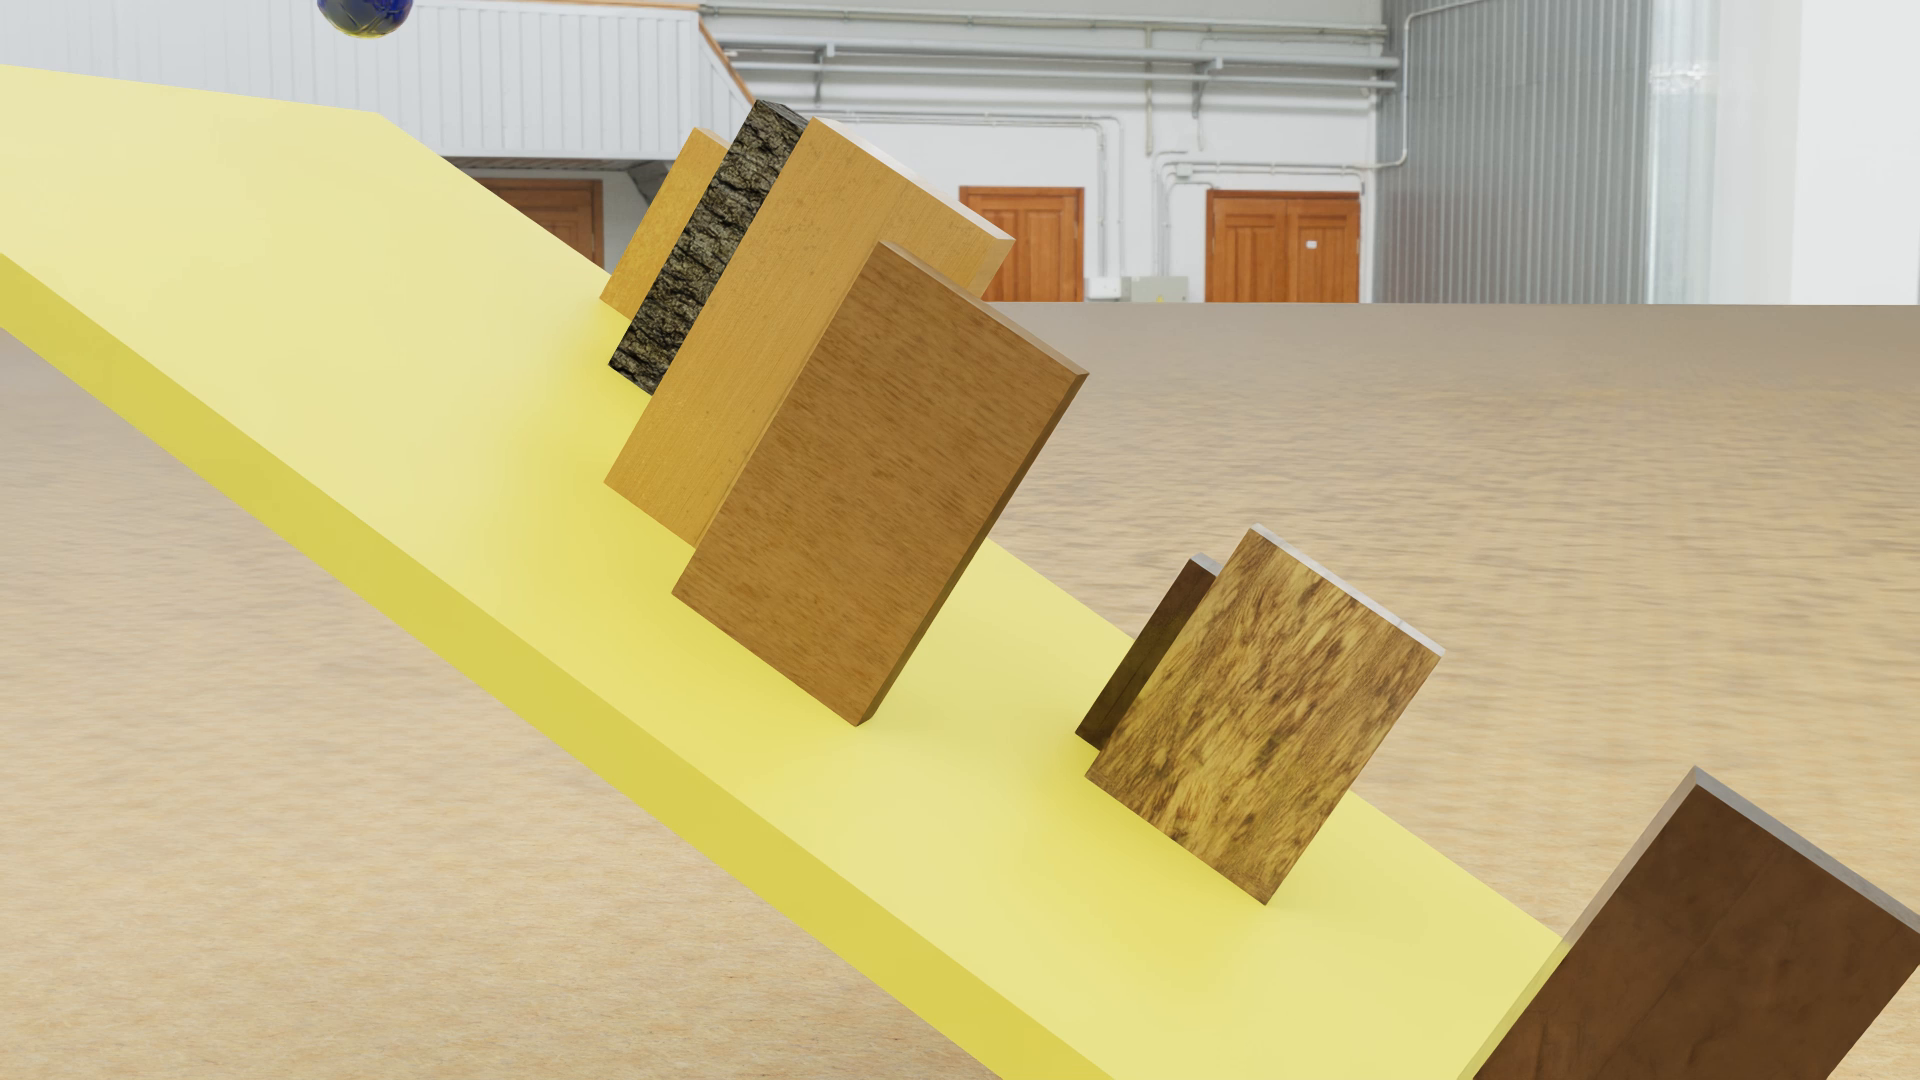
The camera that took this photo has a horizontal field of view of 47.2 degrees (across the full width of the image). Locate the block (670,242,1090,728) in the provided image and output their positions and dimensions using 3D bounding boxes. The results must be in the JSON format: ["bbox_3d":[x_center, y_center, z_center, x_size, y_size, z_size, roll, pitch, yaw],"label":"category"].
[{"bbox_3d":[-0.138,-0.089,3.589,0.388,0.690,0.082,35,15,10],"label":"block"}]

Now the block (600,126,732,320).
[{"bbox_3d":[-0.563,-0.649,4.983,0.336,0.453,0.084,35,15,10],"label":"block"}]

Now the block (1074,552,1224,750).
[{"bbox_3d":[0.446,0.270,4.164,0.268,0.408,0.109,35,15,10],"label":"block"}]

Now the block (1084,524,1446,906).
[{"bbox_3d":[0.540,0.312,3.937,0.398,0.553,0.083,35,15,10],"label":"block"}]

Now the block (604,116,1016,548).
[{"bbox_3d":[-0.273,-0.312,3.891,0.391,0.762,0.120,35,15,10],"label":"block"}]

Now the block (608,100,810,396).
[{"bbox_3d":[-0.412,-0.539,4.571,0.352,0.641,0.150,35,15,10],"label":"block"}]

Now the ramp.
[{"bbox_3d":[-0.139,0.231,4.105,4.000,0.100,2.000,35,15,10],"label":"ramp"}]

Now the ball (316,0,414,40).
[{"bbox_3d":[-1.197,-1.109,4.422,0.198,0.198,0.198,0,7,0],"label":"ball"}]

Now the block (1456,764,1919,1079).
[{"bbox_3d":[0.940,0.725,3.027,0.357,0.756,0.120,35,15,10],"label":"block"}]
